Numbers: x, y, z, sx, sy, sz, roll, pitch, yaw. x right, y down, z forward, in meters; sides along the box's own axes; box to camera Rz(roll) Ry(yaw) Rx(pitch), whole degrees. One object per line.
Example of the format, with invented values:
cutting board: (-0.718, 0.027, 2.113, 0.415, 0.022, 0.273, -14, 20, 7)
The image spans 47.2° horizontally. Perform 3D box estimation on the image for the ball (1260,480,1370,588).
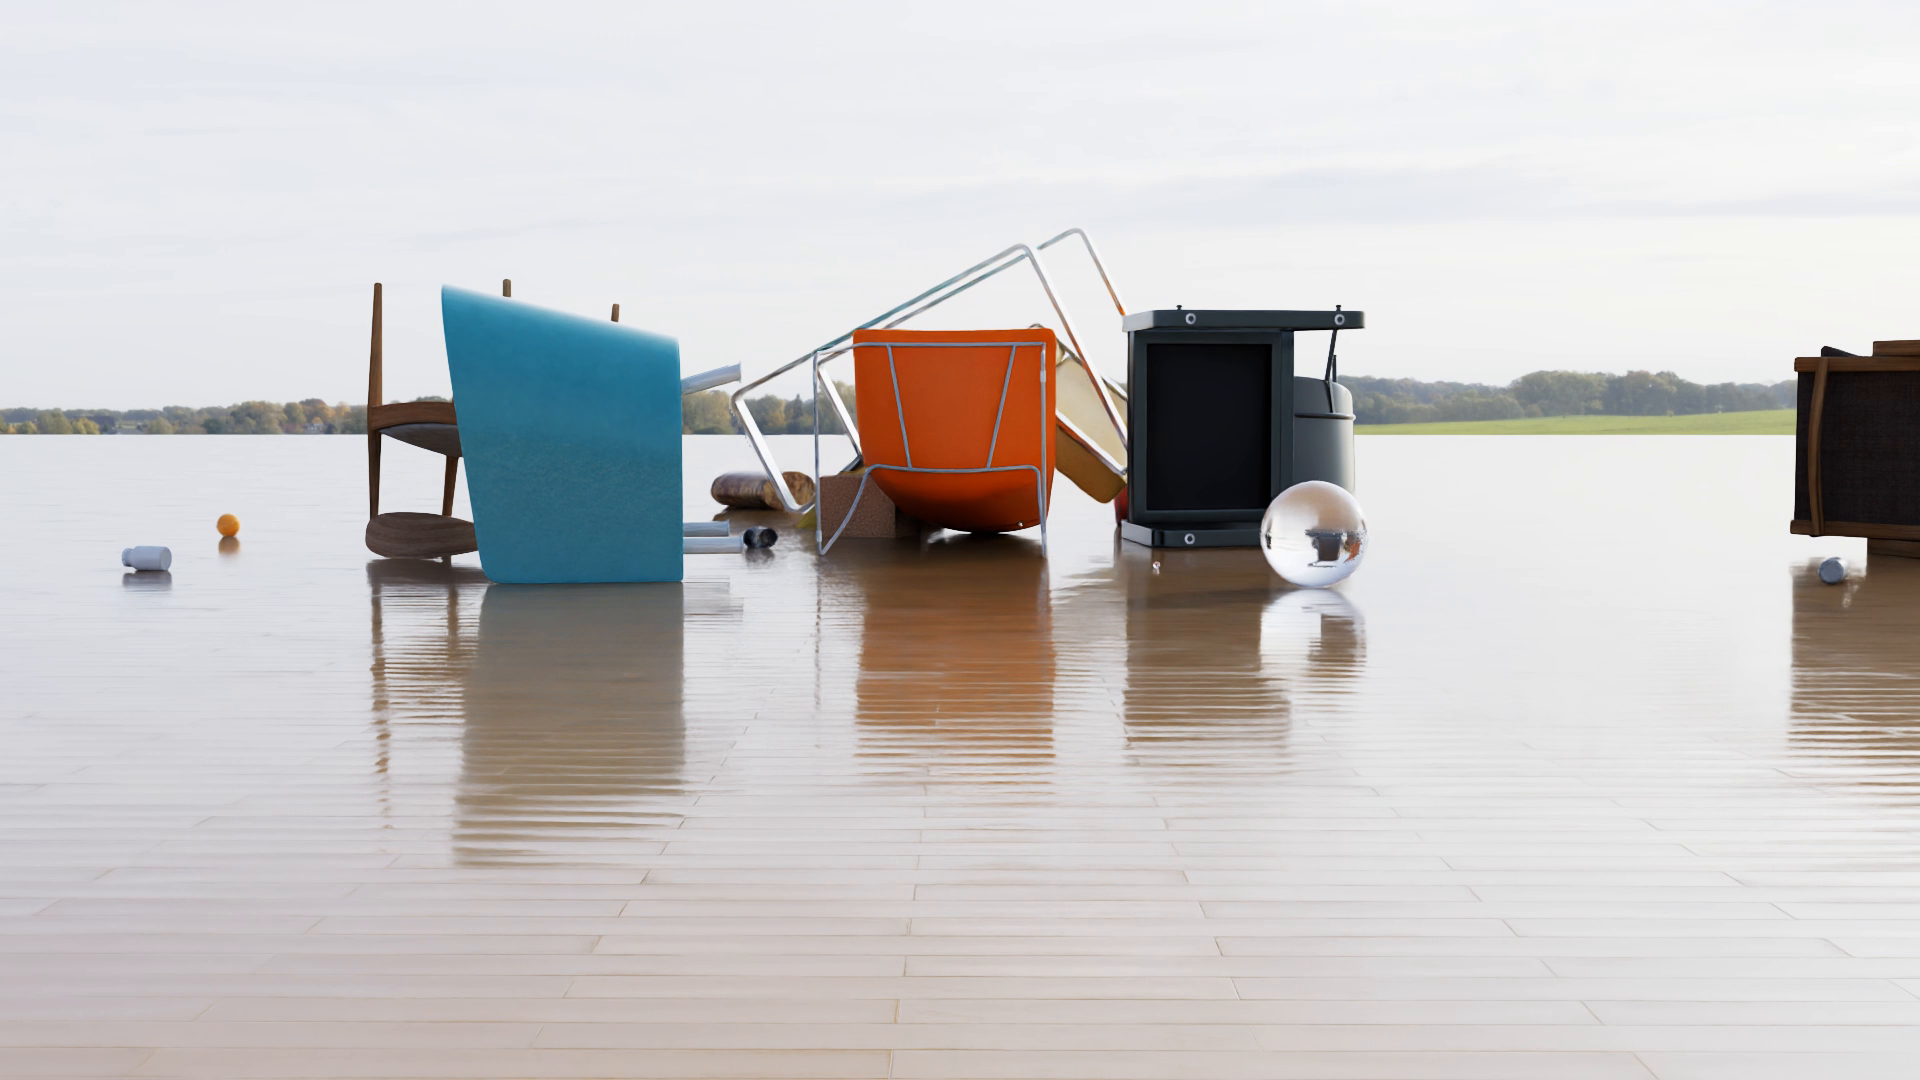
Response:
ball: (0.797, -0.012, 4.947, 0.243, 0.243, 0.243, 0, 4, 0)

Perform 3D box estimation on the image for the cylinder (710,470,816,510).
cylinder: (-0.744, -0.192, 8.299, 0.285, 0.142, 0.275, 3, 8, 41)

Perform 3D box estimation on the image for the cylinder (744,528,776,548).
cylinder: (-0.566, -0.006, 6.225, 0.066, 0.057, 0.068, 4, 14, 41)

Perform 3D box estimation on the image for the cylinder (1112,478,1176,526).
cylinder: (0.605, -0.121, 7.242, 0.175, 0.140, 0.239, -5, 18, -3)

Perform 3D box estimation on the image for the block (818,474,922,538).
block: (-0.277, -0.107, 6.785, 0.249, 0.182, 0.238, 1, 4, 18)
